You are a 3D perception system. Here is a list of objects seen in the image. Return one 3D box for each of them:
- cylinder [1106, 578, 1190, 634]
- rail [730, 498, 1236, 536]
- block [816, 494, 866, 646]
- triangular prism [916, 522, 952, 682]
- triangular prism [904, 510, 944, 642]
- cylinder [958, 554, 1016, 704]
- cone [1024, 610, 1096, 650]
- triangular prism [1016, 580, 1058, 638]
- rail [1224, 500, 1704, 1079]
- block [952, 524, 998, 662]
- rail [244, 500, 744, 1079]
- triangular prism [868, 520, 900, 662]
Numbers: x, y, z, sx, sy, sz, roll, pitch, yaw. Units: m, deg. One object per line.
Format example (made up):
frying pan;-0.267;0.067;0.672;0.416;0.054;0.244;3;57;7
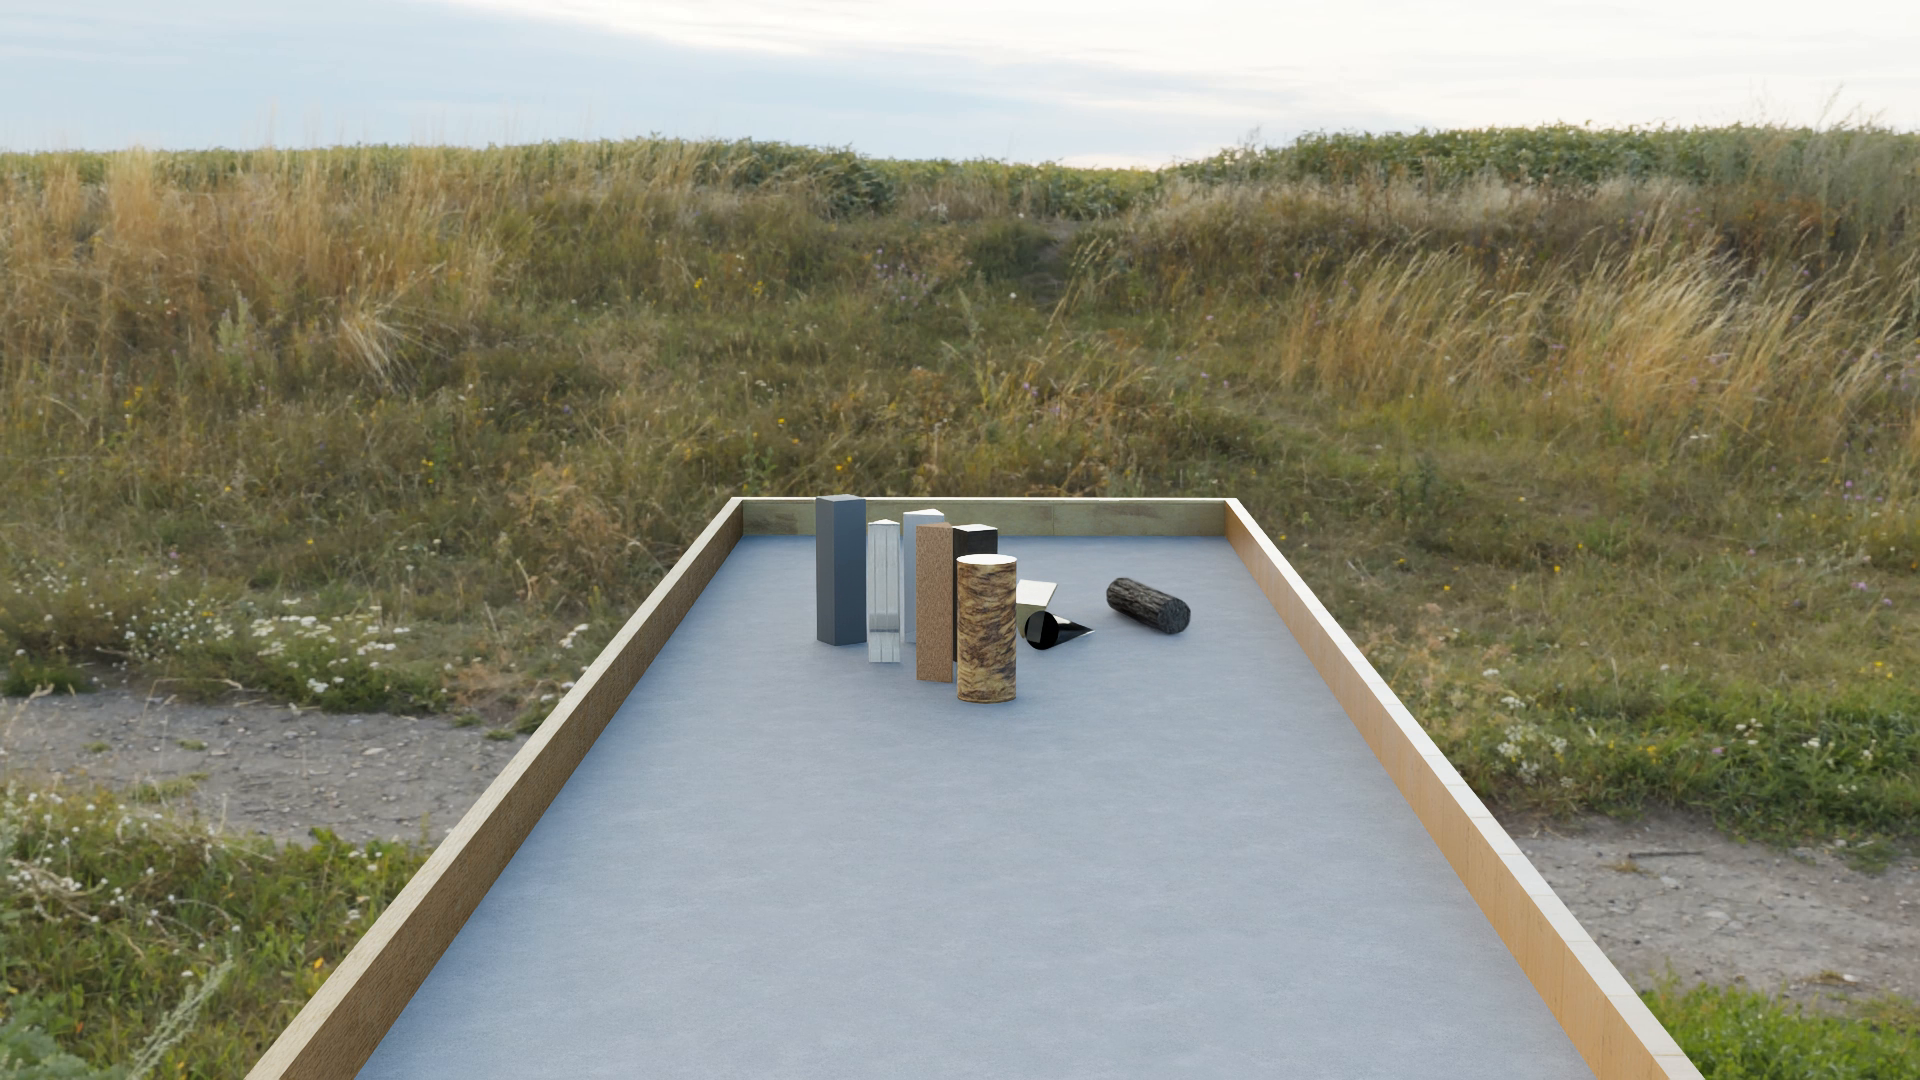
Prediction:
cylinder;0.620;0.216;7.276;0.116;0.116;0.424;-3;10;-19
rail;0.099;-0.098;9.147;2.100;0.150;0.050;0;9;1
block;-0.375;0.094;6.947;0.116;0.460;0.116;-6;11;-32
triangular prism;-0.056;0.180;6.421;0.114;0.455;0.099;4;10;23
triangular prism;-0.099;0.114;6.977;0.132;0.412;0.114;3;9;16
cylinder;0.075;0.249;6.182;0.167;0.394;0.167;0;9;0
cone;0.348;0.288;6.997;0.123;0.123;0.358;6;1;32
triangular prism;0.221;0.200;7.217;0.110;0.127;0.414;36;12;1
rail;1.046;0.843;3.208;0.050;0.150;12.000;0;9;1
block;0.043;0.166;6.650;0.103;0.411;0.103;-5;10;-29
rail;-1.004;0.839;3.234;0.050;0.150;12.000;0;9;1
triangular prism;-0.228;0.154;6.683;0.093;0.424;0.081;0;9;2
